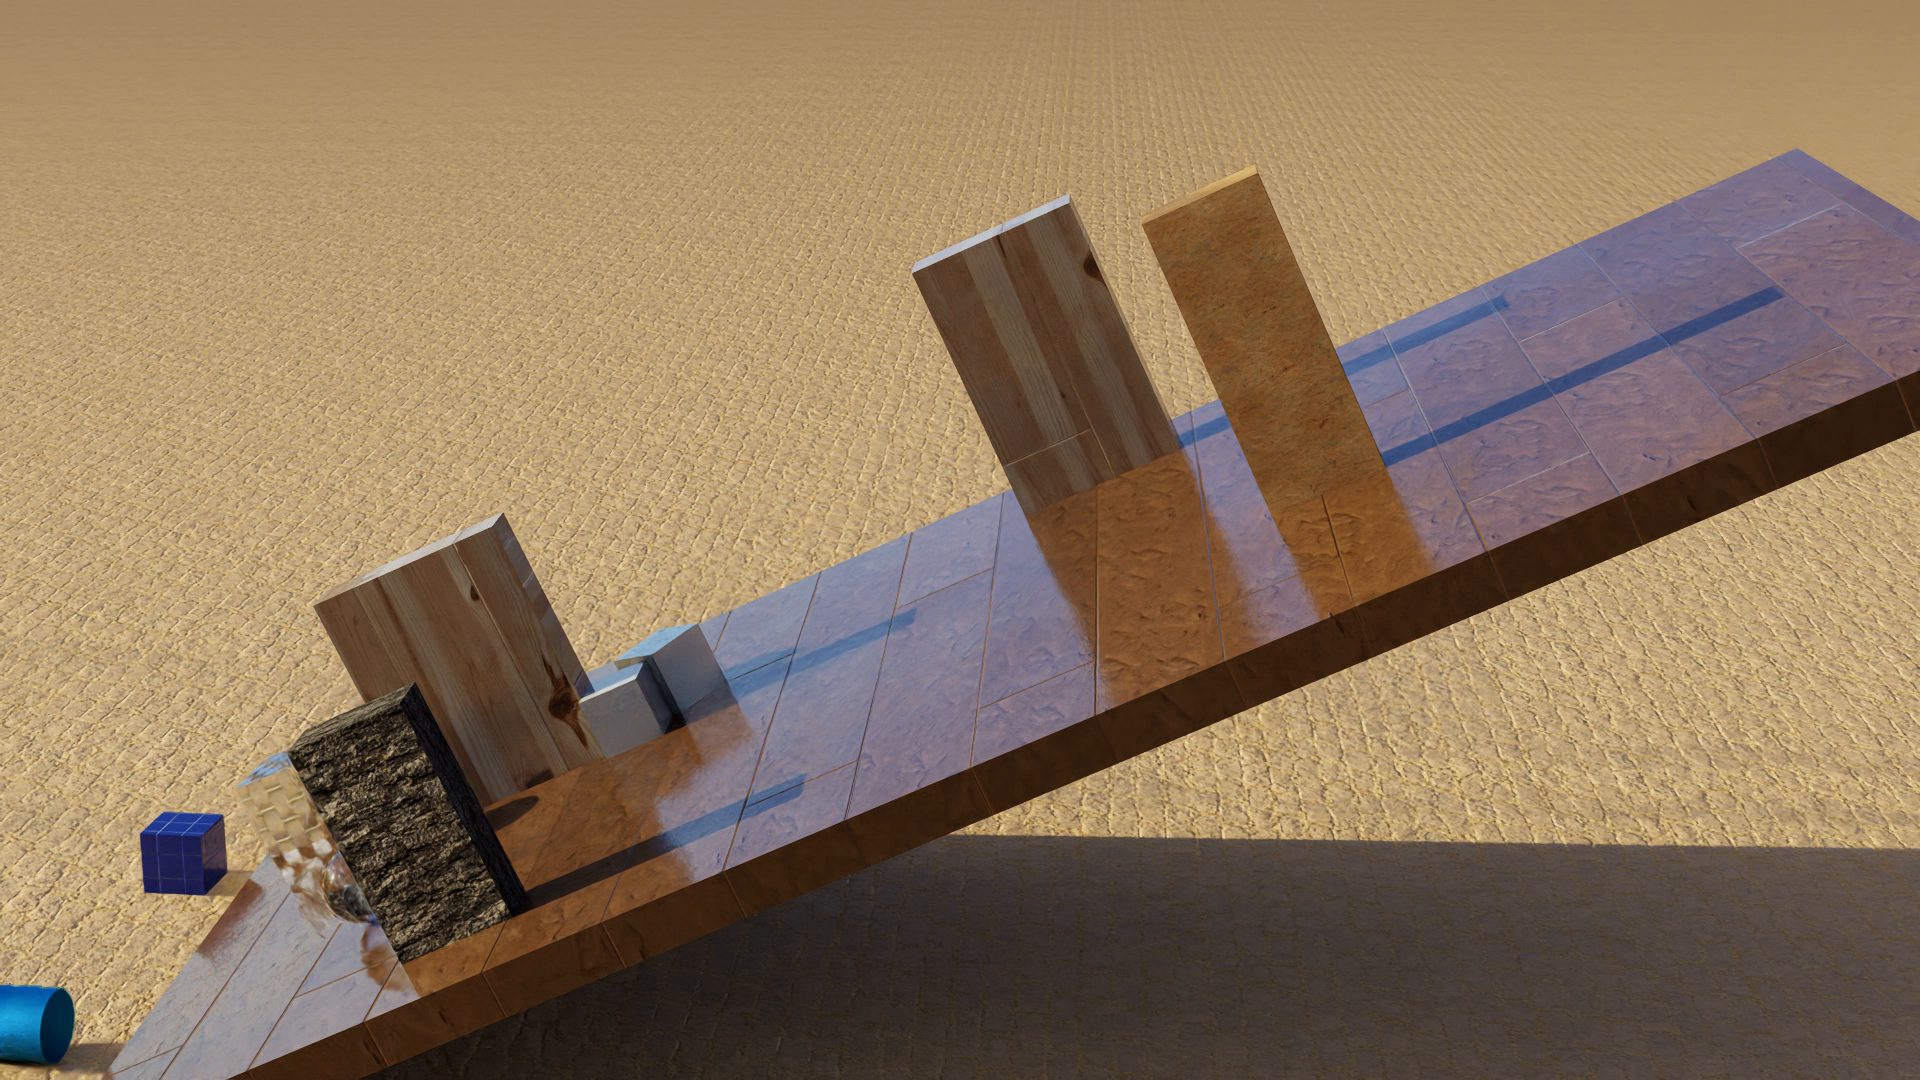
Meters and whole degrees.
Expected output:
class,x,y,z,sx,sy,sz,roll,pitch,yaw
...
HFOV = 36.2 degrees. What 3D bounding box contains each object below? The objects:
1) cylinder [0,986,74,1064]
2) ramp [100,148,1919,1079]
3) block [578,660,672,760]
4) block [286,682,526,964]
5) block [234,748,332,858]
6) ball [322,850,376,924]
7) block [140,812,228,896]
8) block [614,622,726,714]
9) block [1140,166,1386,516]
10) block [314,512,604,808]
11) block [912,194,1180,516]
class,x,y,z,sx,sy,sz,roll,pitch,yaw
cylinder,-1.980,1.022,6.214,0.155,0.155,0.155,3,16,9
ramp,0.134,0.169,6.283,4.000,0.100,2.000,-23,13,9
block,-0.745,0.377,6.565,0.142,0.142,0.142,-23,13,9
block,-1.076,0.553,5.737,0.245,0.479,0.135,-23,13,9
block,-1.585,0.614,7.088,0.193,0.193,0.193,-21,13,17
ball,-1.239,0.711,6.112,0.169,0.169,0.169,0,15,0
block,-1.889,0.763,7.162,0.152,0.152,0.152,2,16,7
block,-0.661,0.298,6.701,0.151,0.151,0.151,-11,19,48
block,0.613,-0.402,5.947,0.249,0.656,0.117,-23,13,9
block,-1.103,0.295,6.585,0.448,0.576,0.123,-23,13,9
block,0.204,-0.432,6.881,0.397,0.634,0.140,-23,13,9
